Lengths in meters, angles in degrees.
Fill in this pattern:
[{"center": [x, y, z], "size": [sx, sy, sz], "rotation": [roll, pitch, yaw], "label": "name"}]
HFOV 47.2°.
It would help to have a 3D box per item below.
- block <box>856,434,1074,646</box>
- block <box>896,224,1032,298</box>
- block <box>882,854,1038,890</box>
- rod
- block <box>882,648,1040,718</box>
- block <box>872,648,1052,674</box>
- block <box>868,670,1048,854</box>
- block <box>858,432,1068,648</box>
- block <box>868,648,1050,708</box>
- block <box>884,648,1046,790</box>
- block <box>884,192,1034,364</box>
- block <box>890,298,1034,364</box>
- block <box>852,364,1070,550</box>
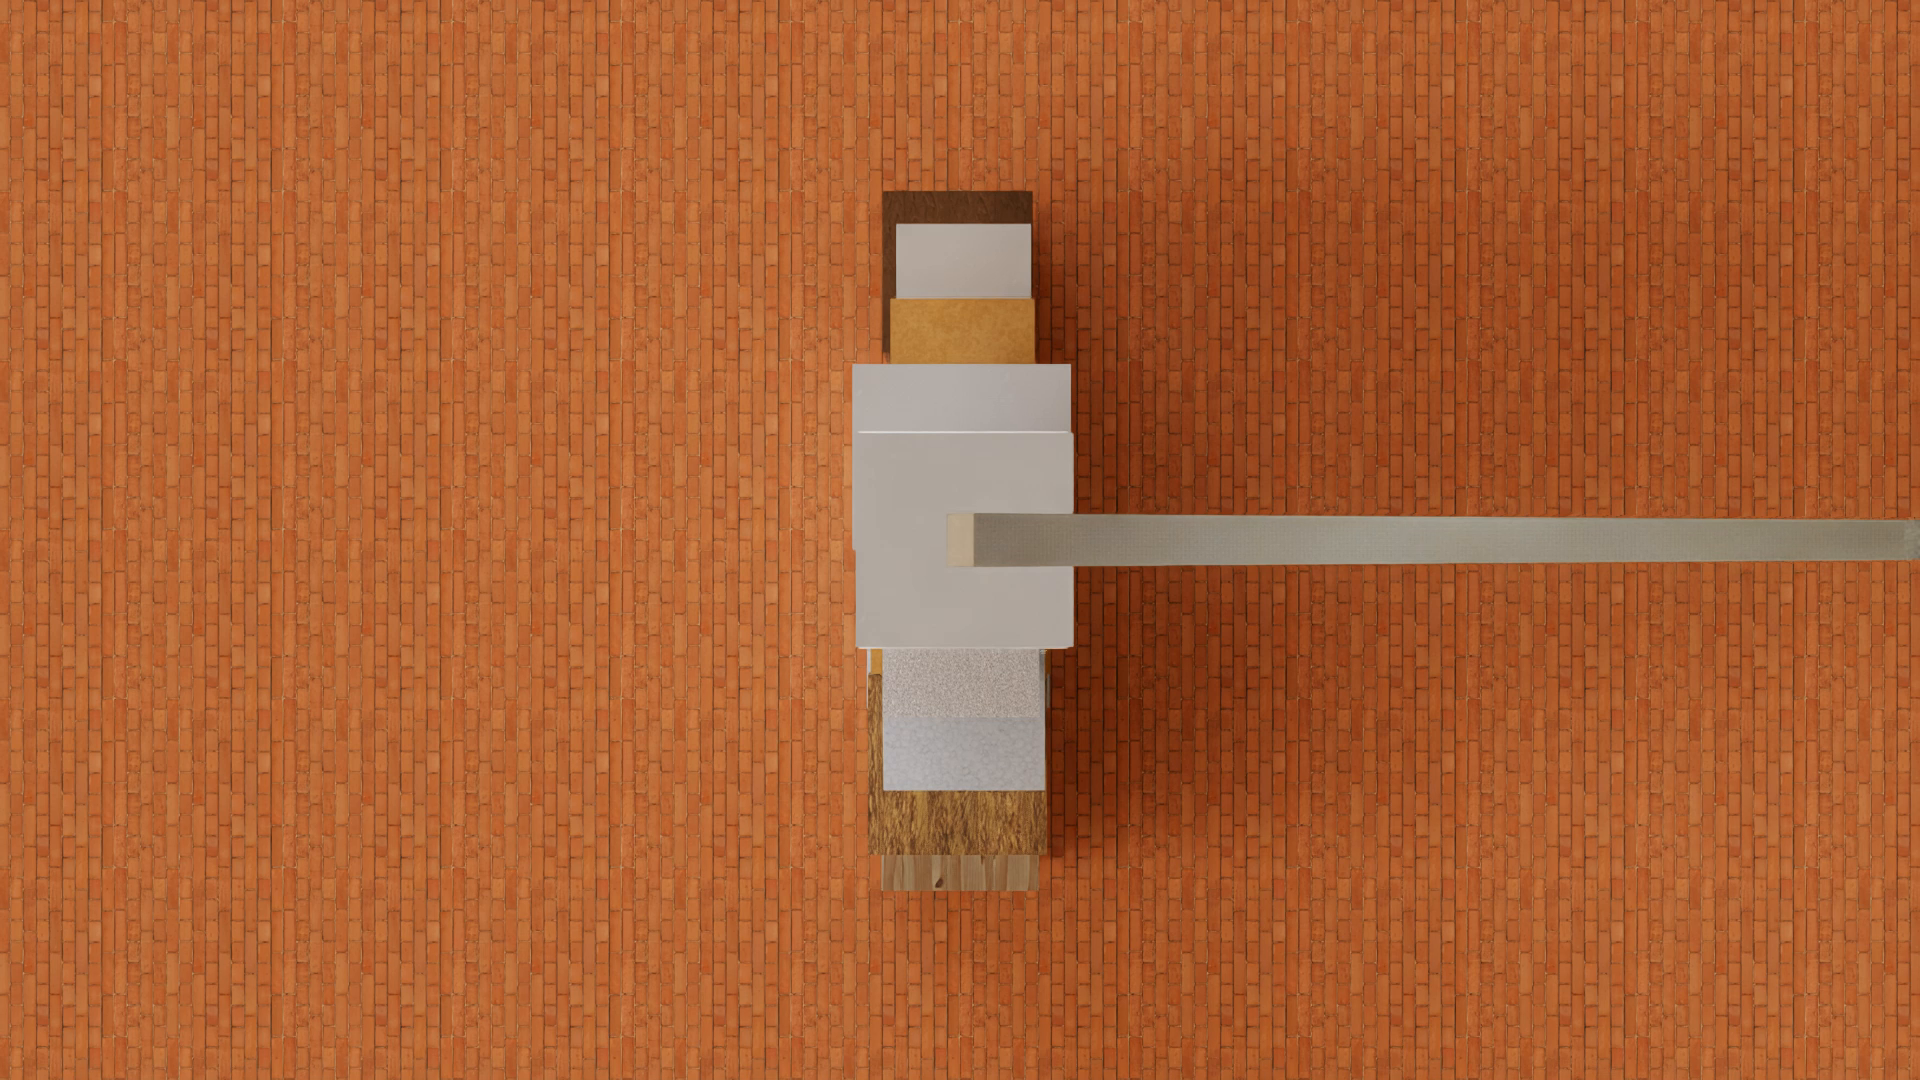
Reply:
[{"center": [0.015, 0.000, 7.194], "size": [0.676, 0.714, 0.664], "rotation": [0, 90, 0], "label": "block"}, {"center": [0.019, -1.257, 11.699], "size": [0.695, 0.734, 0.722], "rotation": [0, 88, 0], "label": "block"}, {"center": [0.000, 1.425, 12.516], "size": [0.862, 0.969, 0.990], "rotation": [0, 90, 0], "label": "block"}, {"center": [2.234, 0.000, 4.633], "size": [5.200, 0.080, 0.080], "rotation": [0, 90, -31], "label": "rod"}, {"center": [0.004, 0.408, 9.887], "size": [0.675, 0.801, 0.703], "rotation": [0, 91, 0], "label": "block"}, {"center": [0.005, 0.238, 11.585], "size": [0.911, 0.919, 0.880], "rotation": [0, 90, 0], "label": "block"}, {"center": [-0.013, 1.147, 11.623], "size": [0.913, 0.816, 0.918], "rotation": [0, 90, 0], "label": "block"}, {"center": [0.011, 0.000, 7.868], "size": [0.718, 0.632, 0.747], "rotation": [0, 90, 0], "label": "block"}, {"center": [-0.009, 0.407, 12.522], "size": [1.000, 0.956, 1.026], "rotation": [0, 90, 0], "label": "block"}, {"center": [0.020, 0.785, 10.783], "size": [0.768, 0.692, 0.783], "rotation": [0, 92, 0], "label": "block"}, {"center": [-0.011, -1.475, 12.548], "size": [0.825, 0.905, 0.889], "rotation": [0, 90, 0], "label": "block"}, {"center": [0.012, -0.770, 10.920], "size": [0.690, 0.812, 0.801], "rotation": [0, 92, 0], "label": "block"}, {"center": [0.007, -0.357, 9.857], "size": [0.937, 0.859, 0.796], "rotation": [0, 90, 0], "label": "block"}]
